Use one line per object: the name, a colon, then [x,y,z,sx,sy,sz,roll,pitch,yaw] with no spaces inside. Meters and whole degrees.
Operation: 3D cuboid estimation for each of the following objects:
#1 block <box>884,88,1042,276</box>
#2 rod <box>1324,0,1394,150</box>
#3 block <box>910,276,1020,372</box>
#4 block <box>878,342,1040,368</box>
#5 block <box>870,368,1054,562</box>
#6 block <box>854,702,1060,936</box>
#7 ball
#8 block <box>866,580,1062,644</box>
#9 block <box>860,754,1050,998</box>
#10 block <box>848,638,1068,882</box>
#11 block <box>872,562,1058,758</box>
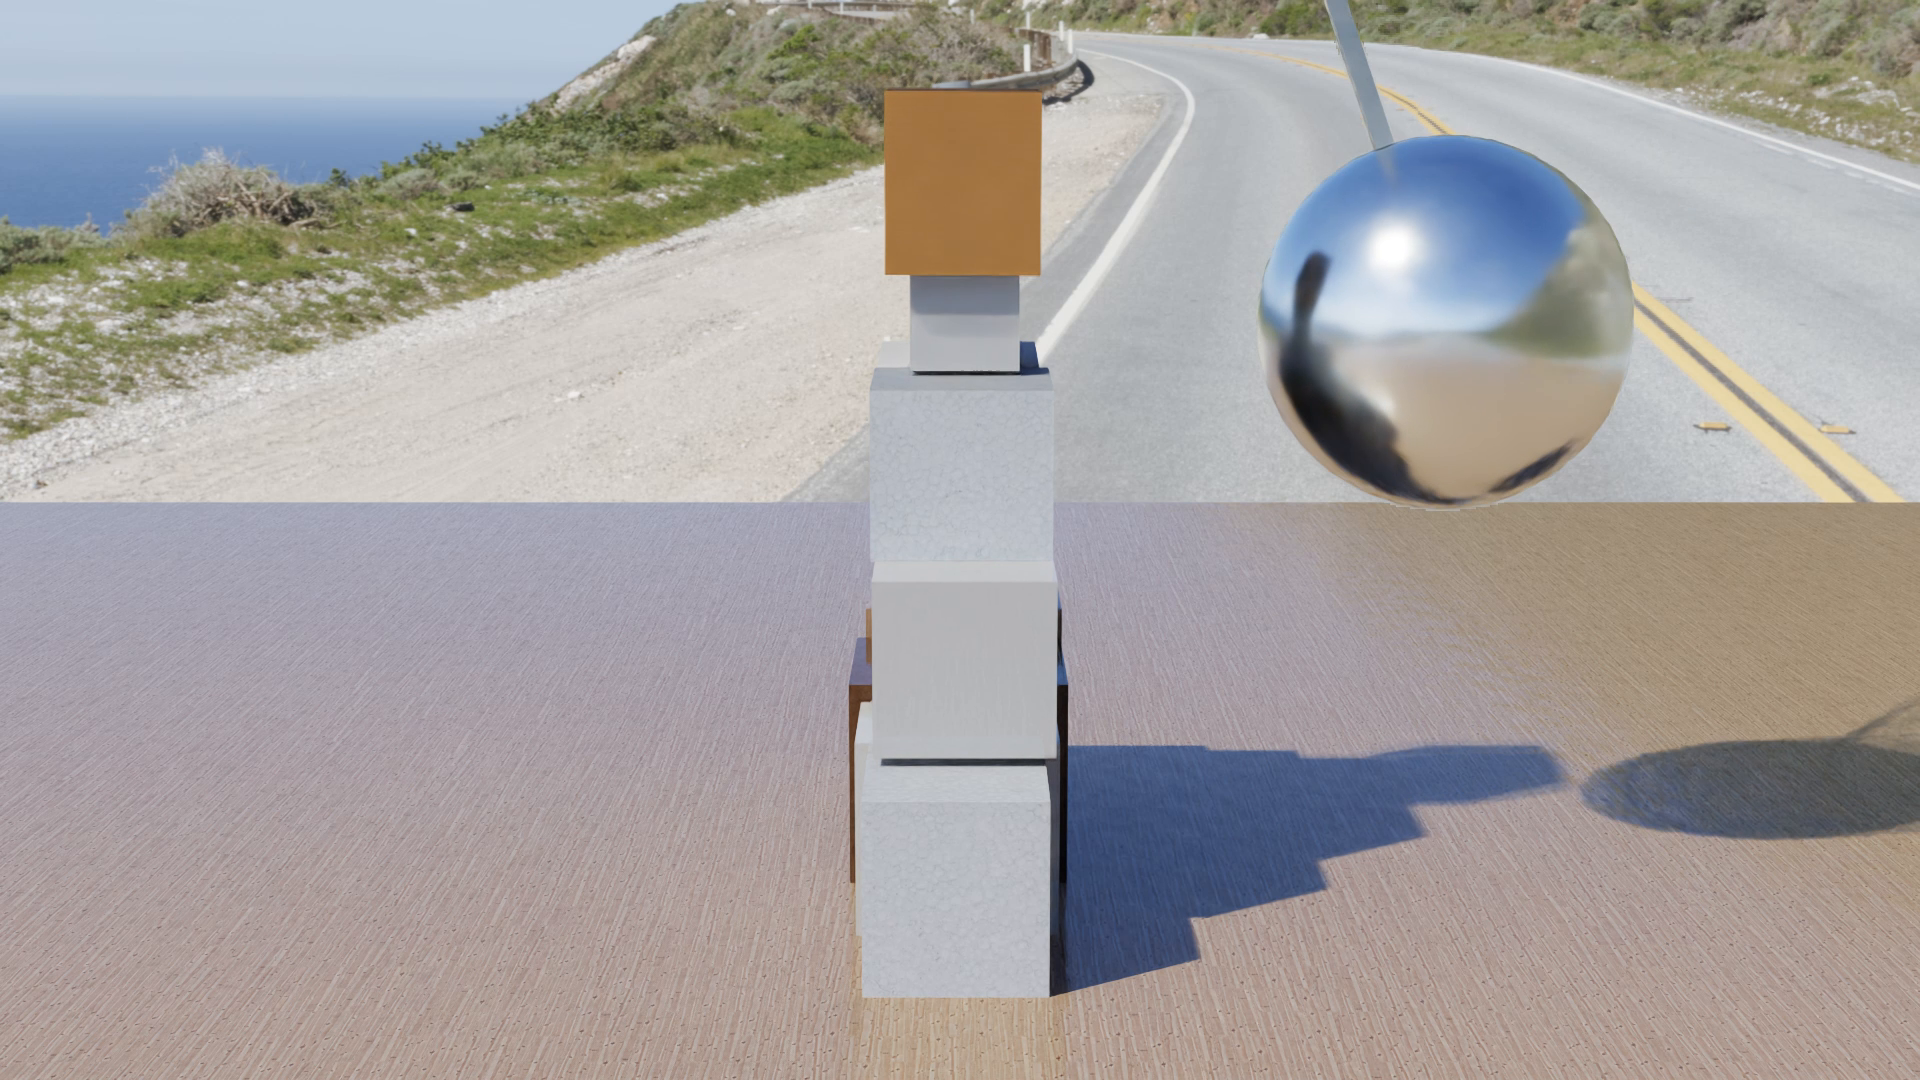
block: [0.013,-1.520,10.831,0.641,0.747,0.673,0,11,0]
rod: [0.899,-4.071,10.440,0.080,5.200,0.080,-20,10,4]
block: [0.021,-0.953,10.940,0.458,0.408,0.482,0,11,0]
block: [-0.007,-0.559,11.396,0.693,0.549,0.659,0,13,0]
block: [0.007,-0.325,10.739,0.745,0.704,0.707,0,12,0]
block: [-0.011,1.168,10.853,0.837,0.819,0.689,0,10,0]
ball: [2.074,-0.932,11.011,1.600,1.600,1.600,0,10,0]
block: [0.018,0.757,12.525,0.920,1.030,0.812,0,10,0]
block: [-0.016,1.314,10.159,0.720,0.779,0.708,0,10,0]
block: [-0.006,0.983,11.661,0.952,0.894,0.948,0,10,0]
block: [0.018,0.448,10.505,0.731,0.718,0.723,0,11,0]
